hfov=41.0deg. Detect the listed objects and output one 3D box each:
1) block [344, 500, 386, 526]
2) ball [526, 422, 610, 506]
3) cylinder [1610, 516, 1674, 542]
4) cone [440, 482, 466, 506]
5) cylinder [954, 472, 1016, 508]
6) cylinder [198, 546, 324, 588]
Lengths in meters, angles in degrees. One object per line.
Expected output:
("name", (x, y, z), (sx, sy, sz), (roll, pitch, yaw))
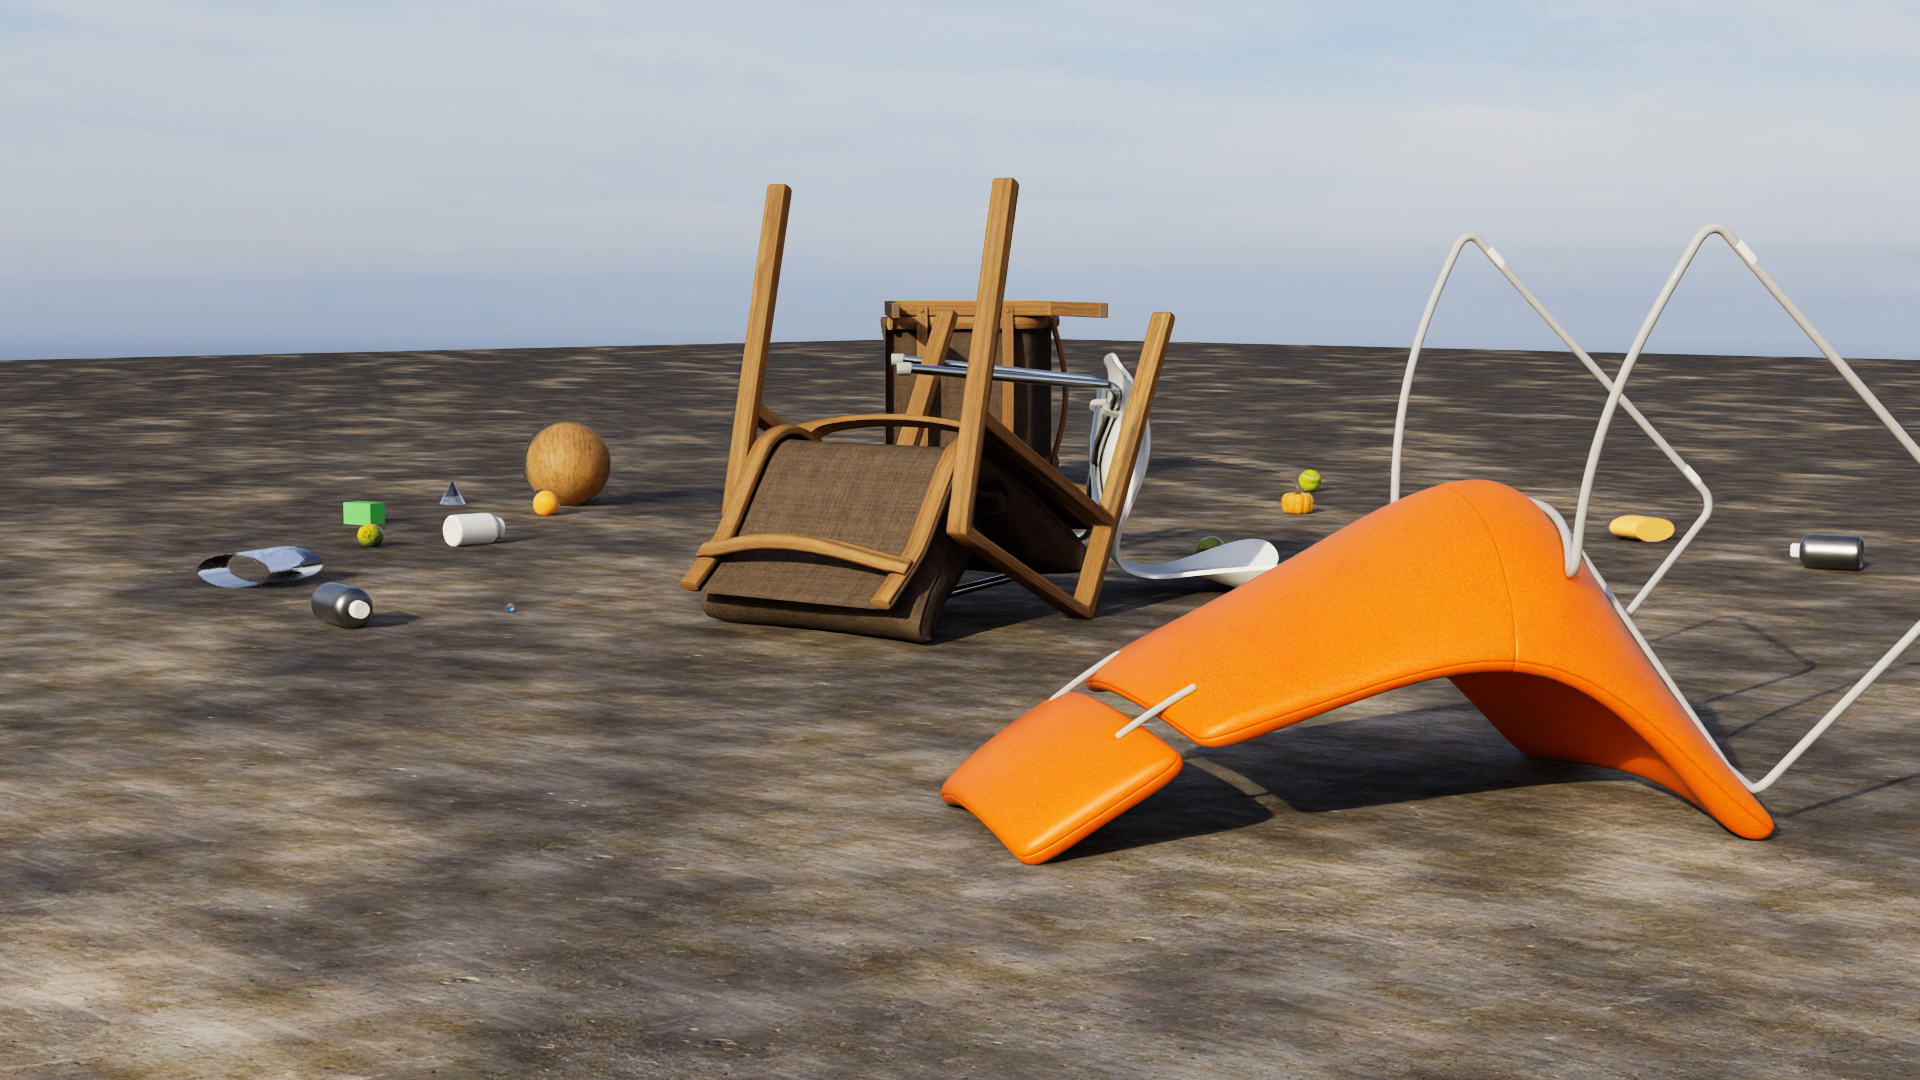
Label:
("block", (-1.584, -0.071, 6.824), (0.097, 0.058, 0.055), (4, 7, 32))
("ball", (-1.123, -0.219, 7.354), (0.242, 0.242, 0.242), (0, 6, 0))
("cylinder", (1.703, -0.029, 6.408), (0.130, 0.058, 0.092), (-2, 6, -29))
("cone", (-1.471, -0.139, 7.431), (0.073, 0.067, 0.096), (-3, 7, -26))
("cylinder", (0.071, -0.145, 7.382), (0.138, 0.088, 0.163), (7, 4, -18))
("cylinder", (-1.498, 0.058, 5.500), (0.192, 0.072, 0.176), (0, 5, 25))
